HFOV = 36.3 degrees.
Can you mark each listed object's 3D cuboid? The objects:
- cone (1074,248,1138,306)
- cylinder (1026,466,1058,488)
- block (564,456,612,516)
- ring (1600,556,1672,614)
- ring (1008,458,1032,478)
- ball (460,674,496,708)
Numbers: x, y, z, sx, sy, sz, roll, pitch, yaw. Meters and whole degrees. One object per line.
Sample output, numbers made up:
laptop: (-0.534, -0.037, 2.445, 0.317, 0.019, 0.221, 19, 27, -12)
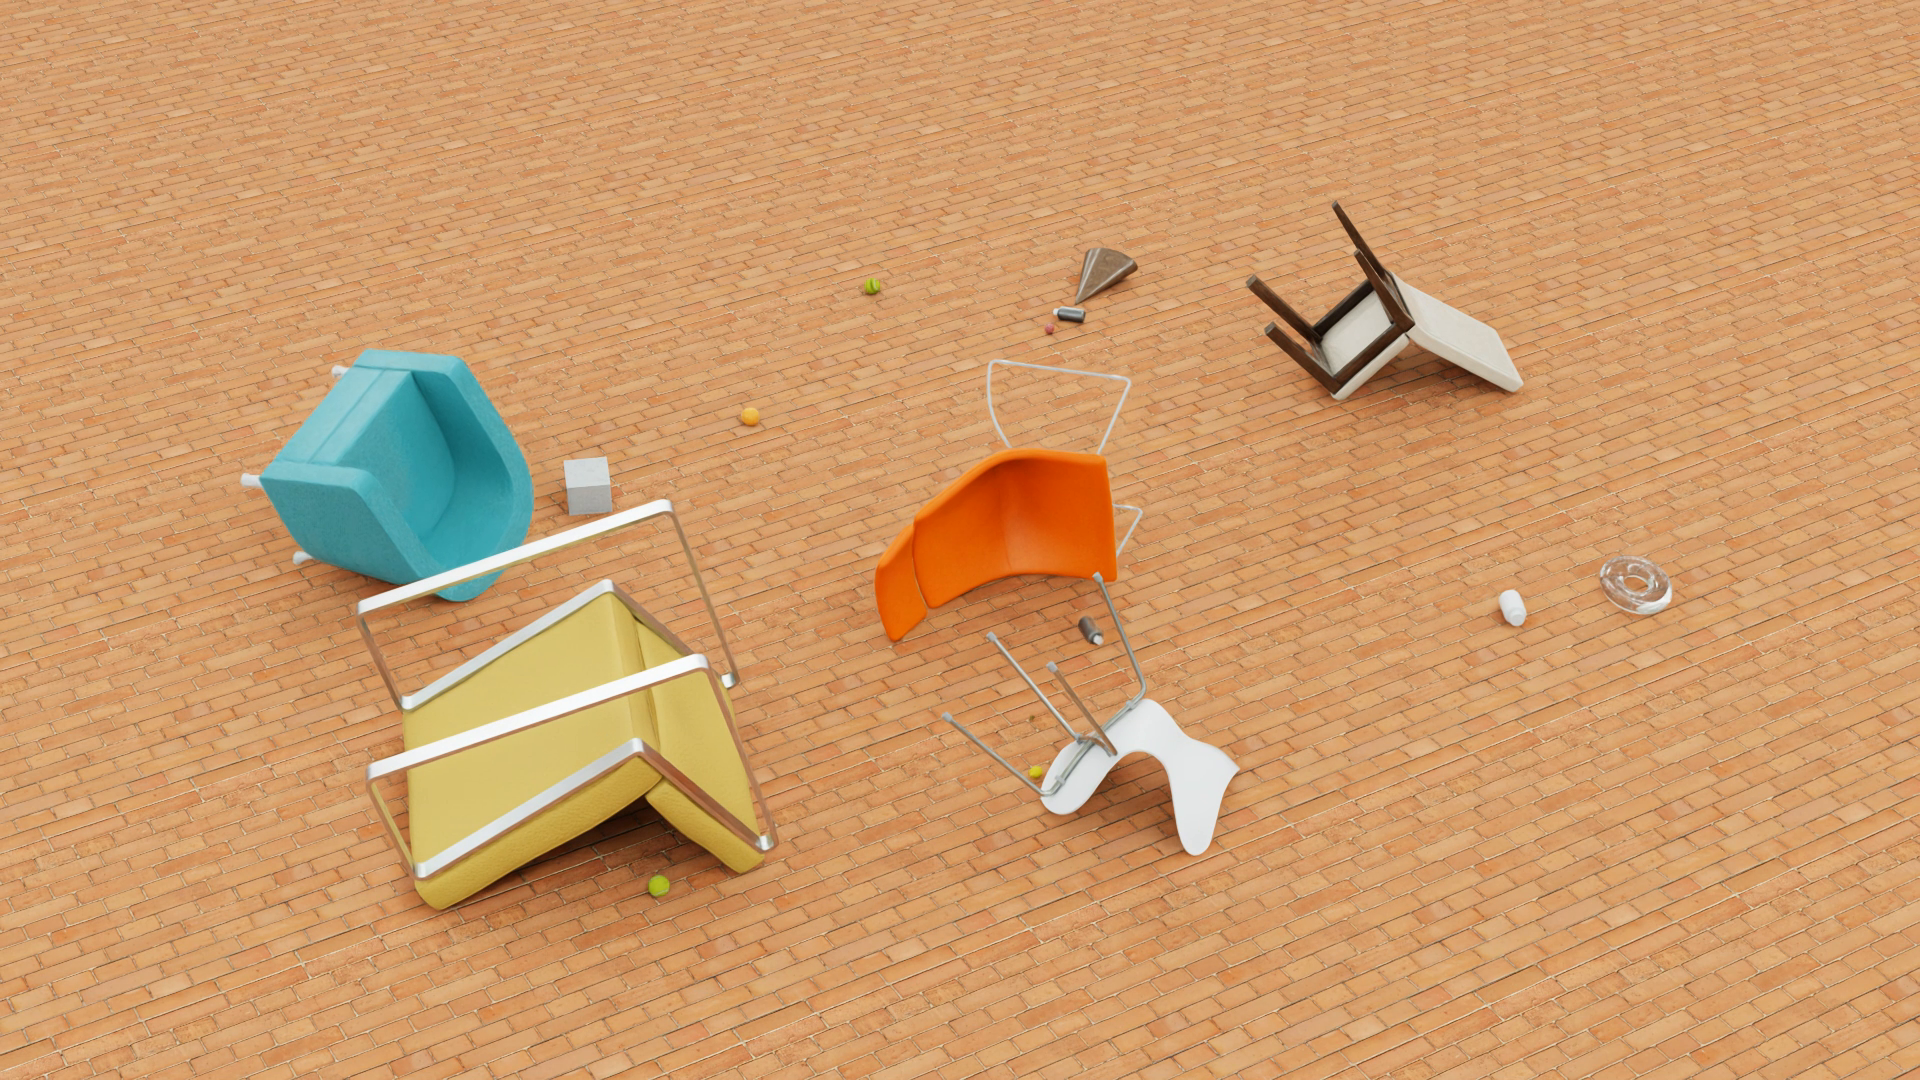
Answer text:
cone: (0.569, -1.098, 12.552, 0.260, 0.132, 0.337, 15, 47, 28)
cylinder: (0.312, -0.242, 11.271, 0.081, 0.044, 0.095, 28, 43, 34)
block: (-1.414, -0.205, 11.142, 0.163, 0.124, 0.199, -6, 34, -8)
ring: (2.455, 0.161, 10.653, 0.258, 0.053, 0.363, -1, 33, 0)
ring: (0.231, -0.275, 11.311, 0.101, 0.057, 0.083, -14, 38, -17)
ball: (-1.652, 0.518, 10.052, 0.116, 0.116, 0.116, 0, 33, 0)
